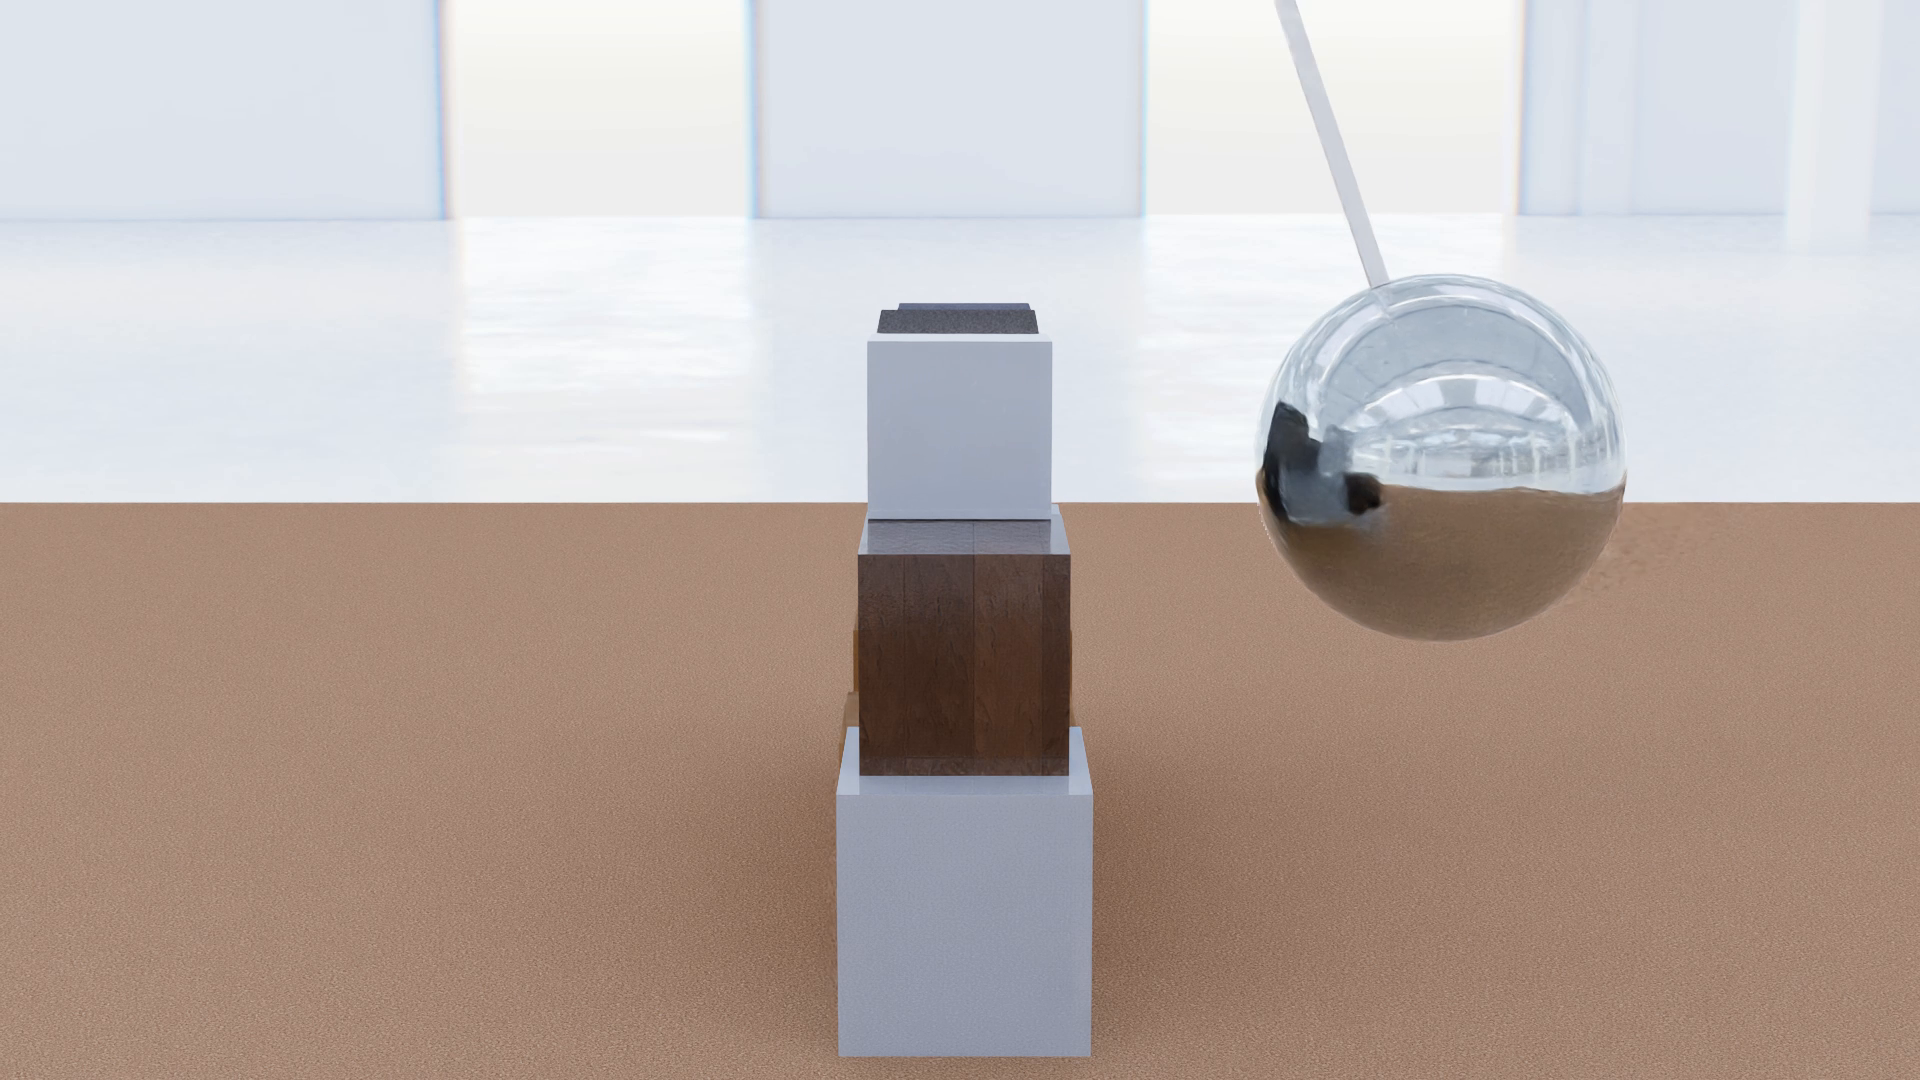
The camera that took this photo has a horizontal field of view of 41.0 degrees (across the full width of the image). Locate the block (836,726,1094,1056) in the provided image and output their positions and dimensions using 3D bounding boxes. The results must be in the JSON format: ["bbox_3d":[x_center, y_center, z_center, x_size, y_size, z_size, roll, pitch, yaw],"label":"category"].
[{"bbox_3d":[0.017,1.301,9.669,0.913,0.981,0.960,0,10,0],"label":"block"}]

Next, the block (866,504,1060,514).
[{"bbox_3d":[0.014,0.310,10.561,0.804,0.787,0.849,0,10,0],"label":"block"}]

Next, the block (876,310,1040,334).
[{"bbox_3d":[-0.009,-0.627,11.320,0.693,0.682,0.694,0,14,0],"label":"block"}]

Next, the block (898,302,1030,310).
[{"bbox_3d":[0.020,-0.751,11.983,0.617,0.659,0.599,0,10,0],"label":"block"}]

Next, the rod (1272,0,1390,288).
[{"bbox_3d":[0.899,-3.495,10.545,0.080,5.200,0.080,-20,10,4],"label":"rod"}]

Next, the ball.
[{"bbox_3d":[2.074,-0.356,11.116,1.600,1.600,1.600,0,10,0],"label":"ball"}]

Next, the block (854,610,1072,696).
[{"bbox_3d":[0.013,0.815,12.318,1.005,0.989,0.961,0,10,0],"label":"block"}]

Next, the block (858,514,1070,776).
[{"bbox_3d":[0.015,0.379,9.701,0.765,0.821,0.852,0,10,0],"label":"block"}]

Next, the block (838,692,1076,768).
[{"bbox_3d":[-0.004,1.170,10.581,0.945,0.912,0.860,0,10,0],"label":"block"}]

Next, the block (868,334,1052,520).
[{"bbox_3d":[-0.002,-0.461,10.173,0.709,0.684,0.647,0,7,0],"label":"block"}]
